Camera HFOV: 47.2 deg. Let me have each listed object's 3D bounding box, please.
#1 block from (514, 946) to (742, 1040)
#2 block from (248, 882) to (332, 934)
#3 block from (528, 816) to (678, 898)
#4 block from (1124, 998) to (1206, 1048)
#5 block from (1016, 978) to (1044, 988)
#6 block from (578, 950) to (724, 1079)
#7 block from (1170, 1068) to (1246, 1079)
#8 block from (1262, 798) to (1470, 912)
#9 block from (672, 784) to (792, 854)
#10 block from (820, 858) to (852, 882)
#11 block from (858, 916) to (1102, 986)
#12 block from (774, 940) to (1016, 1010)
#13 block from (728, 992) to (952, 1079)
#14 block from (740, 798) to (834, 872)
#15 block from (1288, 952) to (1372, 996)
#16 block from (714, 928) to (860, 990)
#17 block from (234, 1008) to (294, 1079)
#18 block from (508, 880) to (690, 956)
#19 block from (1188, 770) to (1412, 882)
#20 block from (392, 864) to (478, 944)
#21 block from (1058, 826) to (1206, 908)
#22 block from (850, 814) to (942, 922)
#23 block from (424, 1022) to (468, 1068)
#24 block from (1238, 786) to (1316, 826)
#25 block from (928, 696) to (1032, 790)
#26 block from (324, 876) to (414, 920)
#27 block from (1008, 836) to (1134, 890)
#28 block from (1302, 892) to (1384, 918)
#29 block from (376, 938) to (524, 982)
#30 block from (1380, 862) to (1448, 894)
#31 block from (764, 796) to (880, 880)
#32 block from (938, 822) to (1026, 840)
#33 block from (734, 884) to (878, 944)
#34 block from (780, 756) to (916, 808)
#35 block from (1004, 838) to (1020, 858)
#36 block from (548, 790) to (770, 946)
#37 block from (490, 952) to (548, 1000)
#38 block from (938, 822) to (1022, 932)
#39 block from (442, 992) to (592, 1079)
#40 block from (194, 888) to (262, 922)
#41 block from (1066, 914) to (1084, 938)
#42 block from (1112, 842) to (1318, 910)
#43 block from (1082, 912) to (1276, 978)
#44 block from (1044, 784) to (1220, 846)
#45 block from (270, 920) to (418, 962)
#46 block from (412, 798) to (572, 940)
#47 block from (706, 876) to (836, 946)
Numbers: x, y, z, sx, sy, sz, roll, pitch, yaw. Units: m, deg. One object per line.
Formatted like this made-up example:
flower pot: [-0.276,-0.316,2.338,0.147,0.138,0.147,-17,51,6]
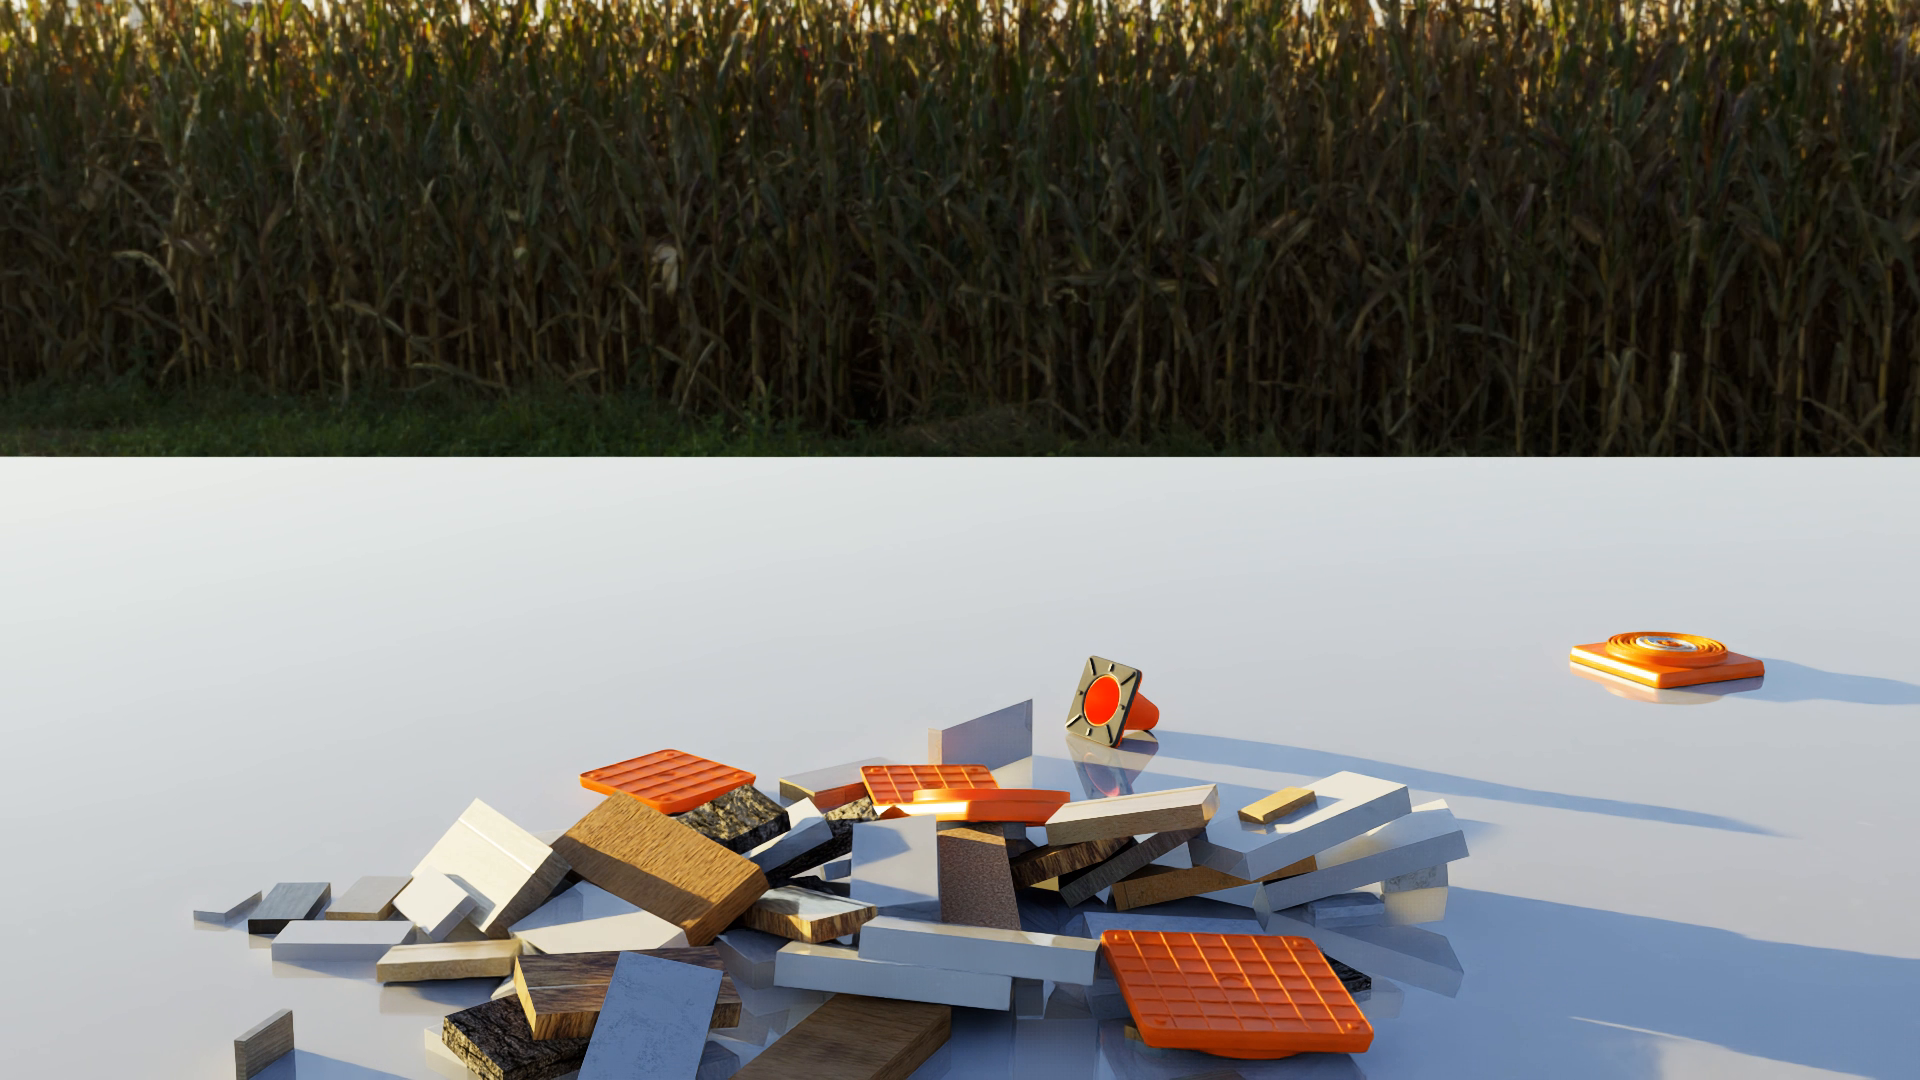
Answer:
block: [-0.464,0.629,3.066,0.288,0.041,0.144,2,22,-23]
block: [-1.086,0.596,3.568,0.086,0.024,0.173,0,11,-2]
block: [-0.602,0.533,3.688,0.326,0.046,0.163,-7,18,3]
block: [0.292,0.684,3.116,0.061,0.017,0.121,8,13,36]
block: [0.078,0.641,3.262,0.092,0.046,0.013,-1,29,-4]
block: [-0.410,0.659,2.917,0.144,0.041,0.288,12,25,-2]
block: [0.330,0.723,2.919,0.092,0.013,0.046,-4,11,-23]
block: [0.661,0.521,3.644,0.331,0.047,0.166,-17,10,5]
block: [-0.419,0.489,3.607,0.254,0.036,0.127,-24,30,-30]
block: [-0.133,0.538,3.699,0.201,0.028,0.100,-11,-7,-9]
block: [0.032,0.590,3.169,0.333,0.047,0.166,5,-4,7]
block: [-0.089,0.625,3.167,0.333,0.047,0.166,5,-4,5]
block: [-0.156,0.697,2.963,0.167,0.047,0.336,5,11,23]
block: [-0.347,0.521,3.677,0.254,0.036,0.127,-26,17,-11]
block: [0.554,0.650,3.298,0.061,0.017,0.122,-6,12,-28]
block: [-0.215,0.622,3.386,0.291,0.041,0.145,-6,12,-30]
block: [-0.947,0.687,2.995,0.016,0.056,0.113,3,11,16]
block: [-0.549,0.607,3.335,0.145,0.041,0.291,-31,27,-32]
block: [0.554,0.464,3.592,0.331,0.047,0.166,-18,11,-26]
block: [-0.842,0.581,3.518,0.086,0.024,0.173,-46,30,-18]
block: [0.281,0.508,3.632,0.257,0.036,0.129,-31,8,7]
block: [-0.102,0.526,3.494,0.137,0.039,0.275,-7,21,1]
block: [-0.638,0.684,3.087,0.099,0.028,0.198,10,14,42]
block: [0.520,0.436,3.607,0.119,0.017,0.059,-19,12,-33]
block: [0.043,0.400,4.363,0.034,0.119,0.305,8,13,36]
block: [-0.965,0.591,3.599,0.086,0.024,0.173,1,11,5]
block: [0.146,0.527,3.611,0.257,0.036,0.129,-24,-1,27]
block: [0.626,0.596,3.590,0.119,0.017,0.059,-2,11,-12]
block: [-0.766,0.632,3.309,0.198,0.028,0.099,-3,5,0]
block: [0.761,0.555,3.687,0.119,0.059,0.017,-3,0,-18]
block: [-0.258,0.517,3.730,0.254,0.036,0.127,-22,14,-7]
block: [0.002,0.493,3.731,0.201,0.028,0.100,2,-9,-13]
block: [-0.243,0.570,3.360,0.119,0.034,0.239,-7,4,-37]
block: [-0.215,0.467,4.239,0.239,0.034,0.119,-8,13,-37]
block: [-0.009,0.540,3.692,0.201,0.028,0.100,-12,-6,-14]
block: [-0.483,0.519,3.468,0.163,0.046,0.386,-40,37,-28]
block: [-0.644,0.646,3.234,0.056,0.016,0.141,-25,5,5]
block: [0.016,0.558,3.491,0.137,0.039,0.332,-9,23,-1]
block: [-0.549,0.670,3.033,0.288,0.041,0.144,-10,29,-44]
block: [-1.196,0.596,3.593,0.056,0.016,0.113,2,11,13]
block: [0.229,0.616,3.483,0.113,0.016,0.056,4,11,22]
block: [0.415,0.533,3.654,0.331,0.047,0.166,-12,10,4]
block: [0.331,0.617,3.356,0.275,0.039,0.137,4,11,-5]
block: [0.278,0.441,3.528,0.257,0.036,0.129,-10,5,18]
block: [-0.956,0.623,3.417,0.198,0.028,0.099,0,11,1]
block: [-0.763,0.536,3.565,0.163,0.046,0.326,-50,31,-16]
block: [-0.377,0.598,3.512,0.355,0.041,0.145,-4,11,-21]
